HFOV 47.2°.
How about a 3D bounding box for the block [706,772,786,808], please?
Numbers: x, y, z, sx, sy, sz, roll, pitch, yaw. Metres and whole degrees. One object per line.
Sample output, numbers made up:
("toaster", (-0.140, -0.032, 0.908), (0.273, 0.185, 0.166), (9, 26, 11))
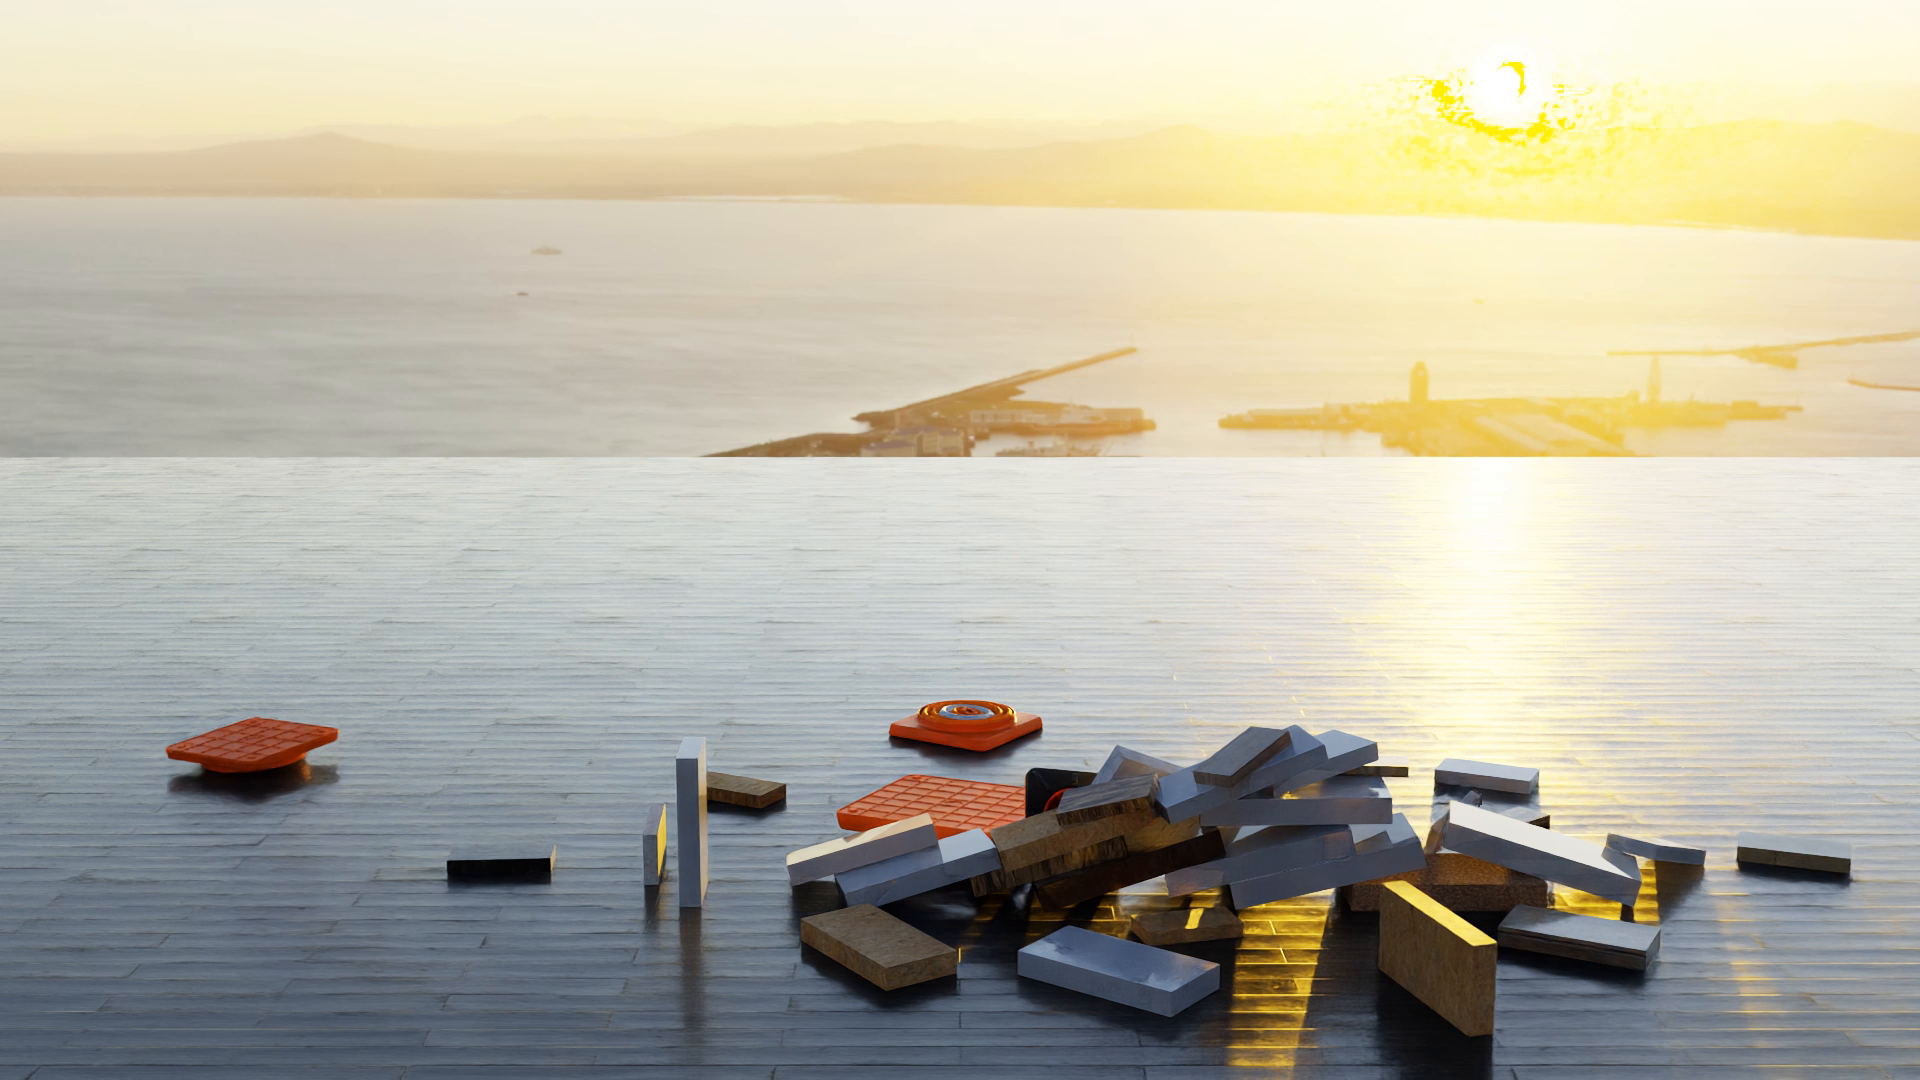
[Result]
("block", (-0.430, 0.477, 4.207), (0.175, 0.025, 0.088), (6, 12, 28))

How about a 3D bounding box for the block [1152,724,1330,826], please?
("block", (0.450, 0.383, 3.605), (0.286, 0.032, 0.112), (-20, 17, -11))

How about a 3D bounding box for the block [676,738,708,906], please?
("block", (-0.444, 0.466, 3.647), (0.036, 0.252, 0.126), (0, 11, -1))

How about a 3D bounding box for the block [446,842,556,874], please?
("block", (-0.793, 0.551, 3.811), (0.176, 0.025, 0.088), (-1, 11, -4))

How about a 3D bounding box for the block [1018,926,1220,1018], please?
("block", (0.236, 0.642, 3.286), (0.271, 0.038, 0.135), (8, 13, 36))

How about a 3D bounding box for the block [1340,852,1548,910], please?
("block", (0.798, 0.568, 3.662), (0.318, 0.045, 0.159), (0, 11, 0))

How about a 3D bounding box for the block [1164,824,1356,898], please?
("block", (0.489, 0.513, 3.656), (0.311, 0.044, 0.156), (-14, 10, 2))

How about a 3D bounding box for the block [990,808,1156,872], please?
("block", (0.184, 0.473, 3.628), (0.258, 0.037, 0.129), (-17, 10, -4))

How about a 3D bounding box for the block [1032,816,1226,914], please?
("block", (0.271, 0.526, 3.643), (0.311, 0.044, 0.156), (-17, 10, -3))

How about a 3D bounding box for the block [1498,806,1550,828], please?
("block", (1.008, 0.516, 4.014), (0.136, 0.019, 0.068), (-9, 14, -40))

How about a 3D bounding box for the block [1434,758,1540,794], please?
("block", (1.030, 0.460, 4.297), (0.185, 0.026, 0.092), (5, 12, 26))

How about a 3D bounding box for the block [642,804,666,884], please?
("block", (-0.526, 0.523, 3.791), (0.025, 0.088, 0.176), (-1, 11, -3))

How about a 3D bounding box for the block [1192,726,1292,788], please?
("block", (0.462, 0.354, 3.592), (0.080, 0.023, 0.160), (2, 25, 47))

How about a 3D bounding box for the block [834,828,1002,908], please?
("block", (-0.072, 0.545, 3.627), (0.258, 0.037, 0.129), (-16, 10, -9))

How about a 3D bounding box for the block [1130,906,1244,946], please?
("block", (0.360, 0.612, 3.488), (0.160, 0.023, 0.080), (-3, 11, -15))

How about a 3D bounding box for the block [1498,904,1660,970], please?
("block", (0.965, 0.618, 3.429), (0.225, 0.032, 0.113), (6, 12, 28))

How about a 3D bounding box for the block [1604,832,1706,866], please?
("block", (1.196, 0.531, 3.777), (0.092, 0.026, 0.185), (11, -1, 45))

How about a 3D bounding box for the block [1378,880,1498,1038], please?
("block", (0.694, 0.607, 3.208), (0.038, 0.135, 0.271), (-3, 11, -17))

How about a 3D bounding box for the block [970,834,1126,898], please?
("block", (0.144, 0.520, 3.651), (0.258, 0.037, 0.129), (-16, 10, 3))

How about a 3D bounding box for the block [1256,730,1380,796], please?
("block", (0.578, 0.373, 3.689), (0.225, 0.032, 0.113), (-15, 14, -28))

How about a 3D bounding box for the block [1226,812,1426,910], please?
("block", (0.599, 0.532, 3.657), (0.318, 0.045, 0.159), (-13, 10, 3))

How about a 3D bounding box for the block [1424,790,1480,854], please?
("block", (0.863, 0.501, 3.860), (0.019, 0.068, 0.136), (31, 43, 30))

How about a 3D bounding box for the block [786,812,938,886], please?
("block", (-0.166, 0.521, 3.714), (0.252, 0.036, 0.126), (-16, 2, -4))

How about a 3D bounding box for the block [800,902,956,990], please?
("block", (-0.127, 0.624, 3.387), (0.126, 0.036, 0.252), (-7, 13, -33))

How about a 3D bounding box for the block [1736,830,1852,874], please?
("block", (1.457, 0.545, 3.842), (0.185, 0.026, 0.092), (4, 11, 21))

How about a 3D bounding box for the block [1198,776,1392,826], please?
("block", (0.551, 0.431, 3.658), (0.311, 0.044, 0.156), (-1, 9, 3))

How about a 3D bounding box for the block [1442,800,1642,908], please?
("block", (0.970, 0.522, 3.680), (0.318, 0.045, 0.159), (17, 10, 11))

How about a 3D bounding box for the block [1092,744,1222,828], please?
("block", (0.347, 0.451, 3.770), (0.271, 0.135, 0.038), (21, 21, -29))

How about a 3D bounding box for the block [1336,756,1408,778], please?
("block", (0.692, 0.383, 3.731), (0.136, 0.019, 0.068), (0, 9, 11))

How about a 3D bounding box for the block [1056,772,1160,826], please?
("block", (0.242, 0.424, 3.596), (0.160, 0.023, 0.080), (-14, 19, 20))
